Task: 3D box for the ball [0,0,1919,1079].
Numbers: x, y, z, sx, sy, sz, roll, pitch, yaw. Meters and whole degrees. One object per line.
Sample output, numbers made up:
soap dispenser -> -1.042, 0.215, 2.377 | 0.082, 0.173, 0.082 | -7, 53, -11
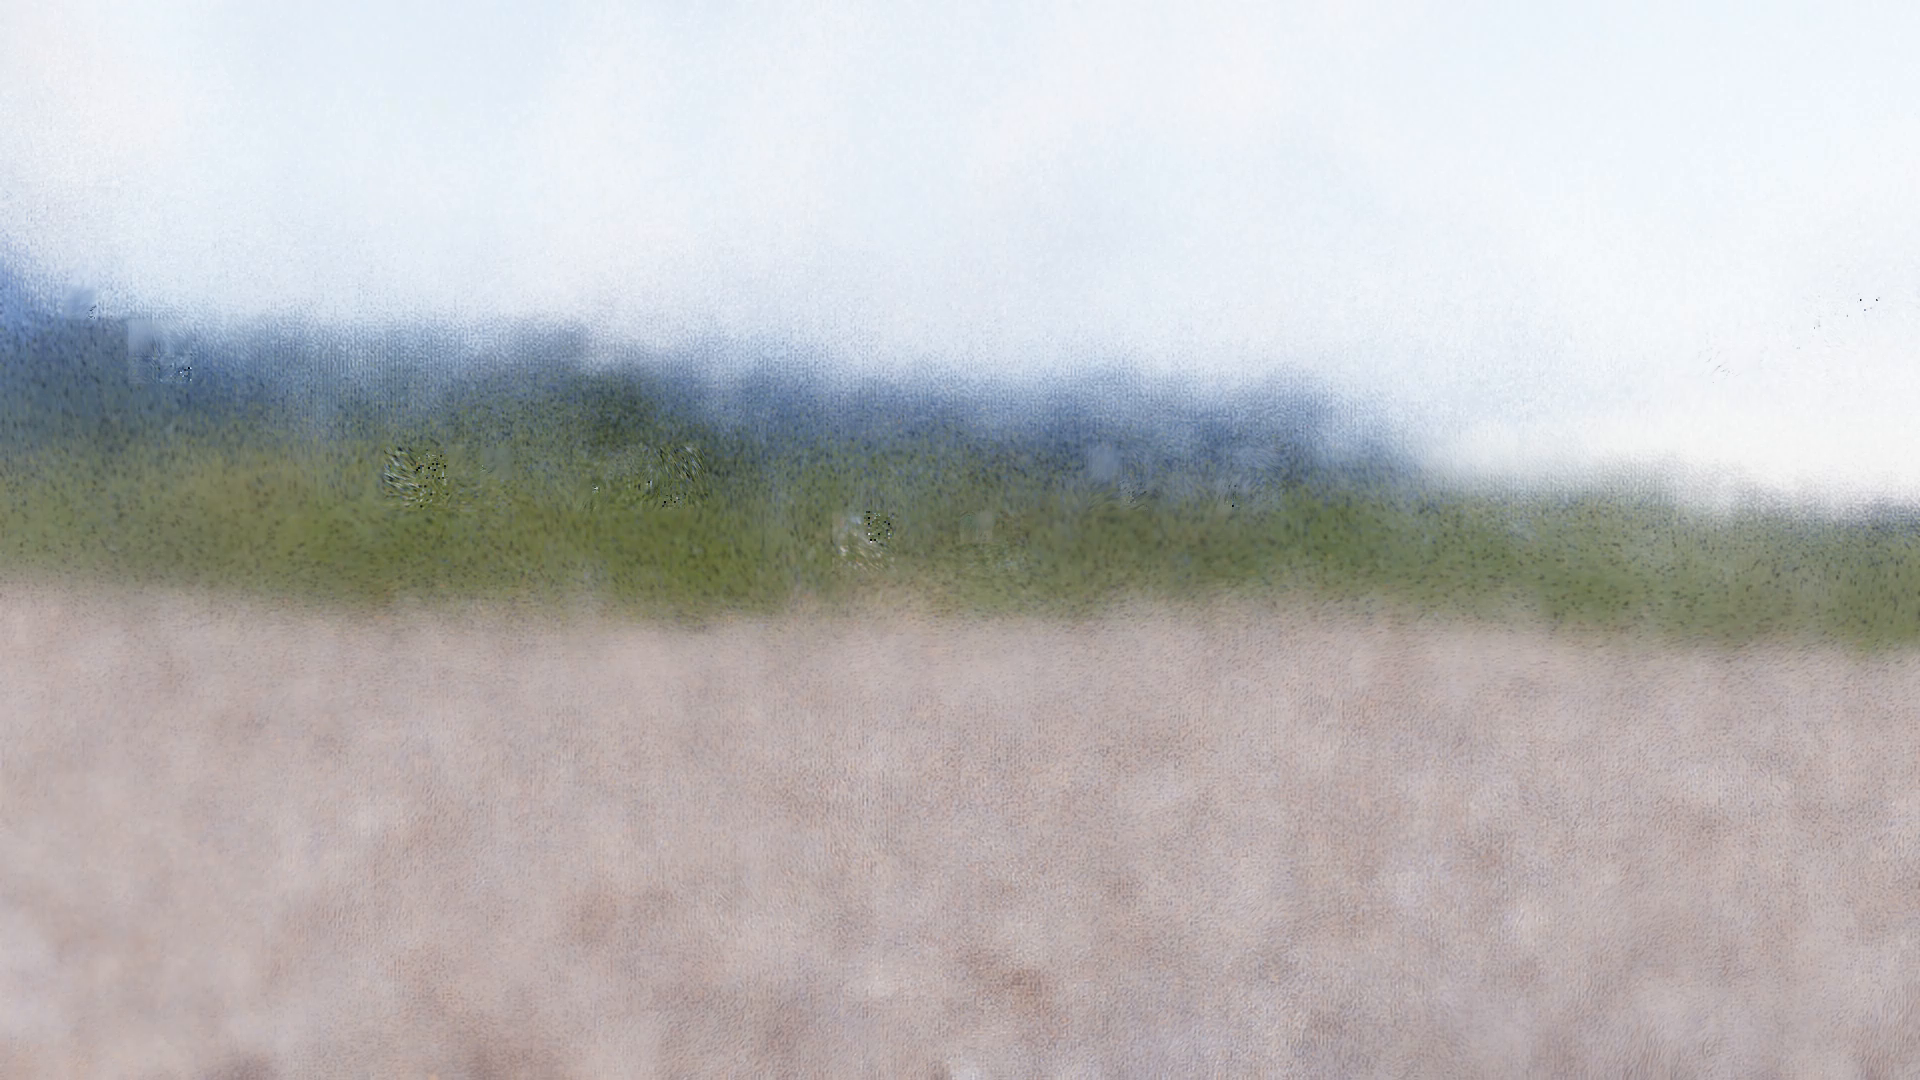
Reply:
ball -> 0.000, -0.002, 0.056 | 0.080, 0.080, 0.080 | 0, 4, 0
